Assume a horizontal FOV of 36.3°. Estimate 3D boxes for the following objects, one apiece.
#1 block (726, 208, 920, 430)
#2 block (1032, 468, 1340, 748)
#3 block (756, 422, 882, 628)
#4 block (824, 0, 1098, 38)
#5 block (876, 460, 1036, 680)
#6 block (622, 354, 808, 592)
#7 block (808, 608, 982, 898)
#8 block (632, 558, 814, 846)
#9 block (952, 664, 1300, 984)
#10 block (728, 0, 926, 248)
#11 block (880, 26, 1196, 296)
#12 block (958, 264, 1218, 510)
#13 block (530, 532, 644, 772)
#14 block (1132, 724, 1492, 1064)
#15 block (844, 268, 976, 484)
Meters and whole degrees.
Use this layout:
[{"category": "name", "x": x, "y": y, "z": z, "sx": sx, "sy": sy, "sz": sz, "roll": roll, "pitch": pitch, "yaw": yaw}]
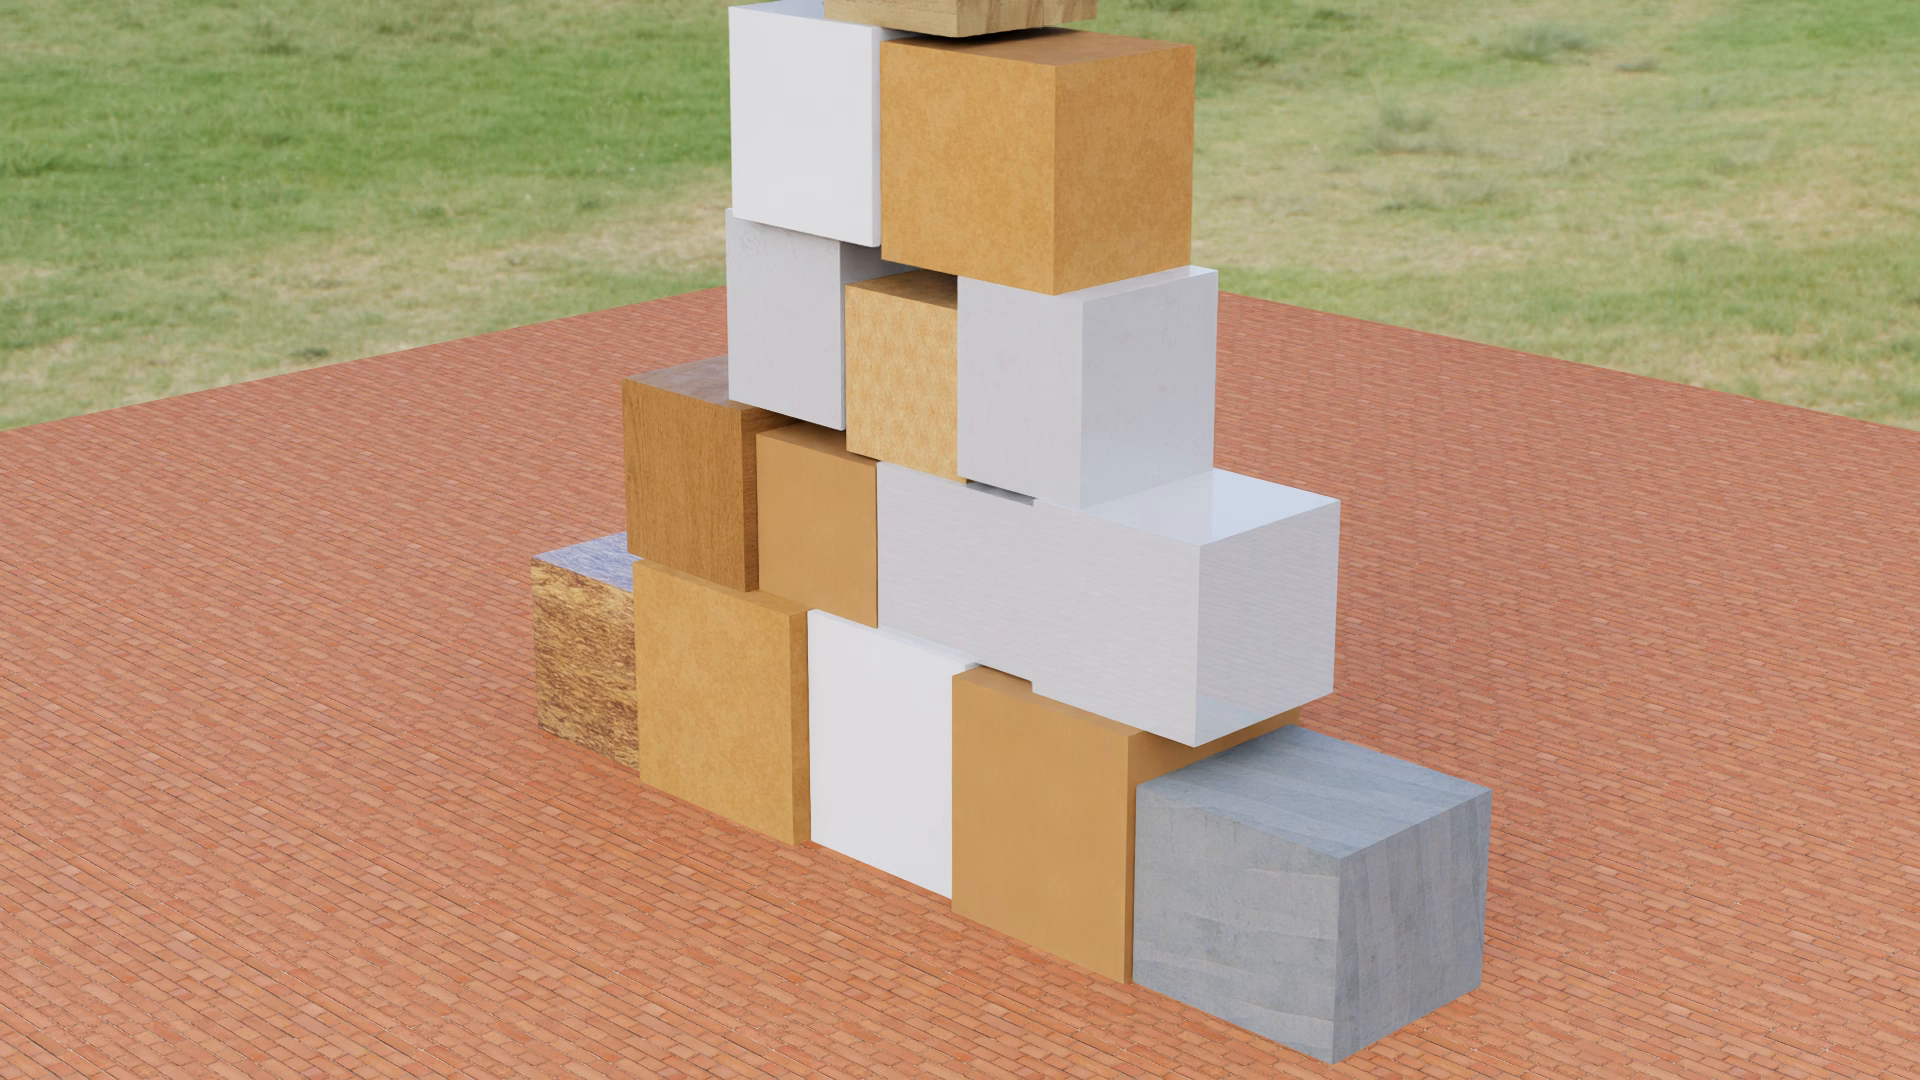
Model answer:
[{"category": "block", "x": -0.522, "y": -1.087, "z": 13.558, "sx": 0.795, "sy": 0.899, "sz": 0.770, "roll": -17, "pitch": 24, "yaw": -42}, {"category": "block", "x": 0.952, "y": 0.242, "z": 12.412, "sx": 0.905, "sy": 0.859, "sz": 0.913, "roll": -17, "pitch": 24, "yaw": -42}, {"category": "block", "x": -0.375, "y": -0.130, "z": 13.683, "sx": 0.809, "sy": 0.759, "sz": 0.800, "roll": -17, "pitch": 24, "yaw": -42}, {"category": "block", "x": 0.006, "y": -2.641, "z": 12.496, "sx": 0.855, "sy": 0.831, "sz": 0.805, "roll": -17, "pitch": 24, "yaw": -42}, {"category": "block", "x": 0.283, "y": 0.046, "z": 13.081, "sx": 0.846, "sy": 0.784, "sz": 0.998, "roll": -17, "pitch": 24, "yaw": -42}, {"category": "block", "x": -0.973, "y": -0.369, "z": 14.237, "sx": 0.971, "sy": 0.882, "sz": 0.875, "roll": -17, "pitch": 24, "yaw": -42}, {"category": "block", "x": 0.003, "y": 0.879, "z": 13.643, "sx": 0.969, "sy": 1.143, "sz": 1.024, "roll": -17, "pitch": 24, "yaw": -42}, {"category": "block", "x": -0.770, "y": 0.648, "z": 14.378, "sx": 1.174, "sy": 1.142, "sz": 1.138, "roll": -17, "pitch": 24, "yaw": -42}, {"category": "block", "x": 0.727, "y": 1.112, "z": 12.940, "sx": 1.131, "sy": 1.119, "sz": 1.029, "roll": -17, "pitch": 24, "yaw": -42}, {"category": "block", "x": -0.364, "y": -1.908, "z": 13.109, "sx": 0.949, "sy": 0.940, "sz": 0.916, "roll": -17, "pitch": 24, "yaw": -42}, {"category": "block", "x": 0.324, "y": -1.644, "z": 12.477, "sx": 1.017, "sy": 0.937, "sz": 0.860, "roll": 17, "pitch": 24, "yaw": 42}, {"category": "block", "x": 0.543, "y": -0.711, "z": 12.540, "sx": 0.849, "sy": 0.881, "sz": 0.717, "roll": -17, "pitch": 24, "yaw": -42}, {"category": "block", "x": -1.515, "y": 0.526, "z": 15.102, "sx": 0.983, "sy": 0.940, "sz": 0.925, "roll": -17, "pitch": 24, "yaw": -42}, {"category": "block", "x": 1.464, "y": 1.448, "z": 12.251, "sx": 1.011, "sy": 0.892, "sz": 1.065, "roll": -17, "pitch": 24, "yaw": -42}, {"category": "block", "x": 0.032, "y": -0.768, "z": 13.096, "sx": 0.776, "sy": 0.761, "sz": 0.759, "roll": -17, "pitch": 24, "yaw": -42}]
